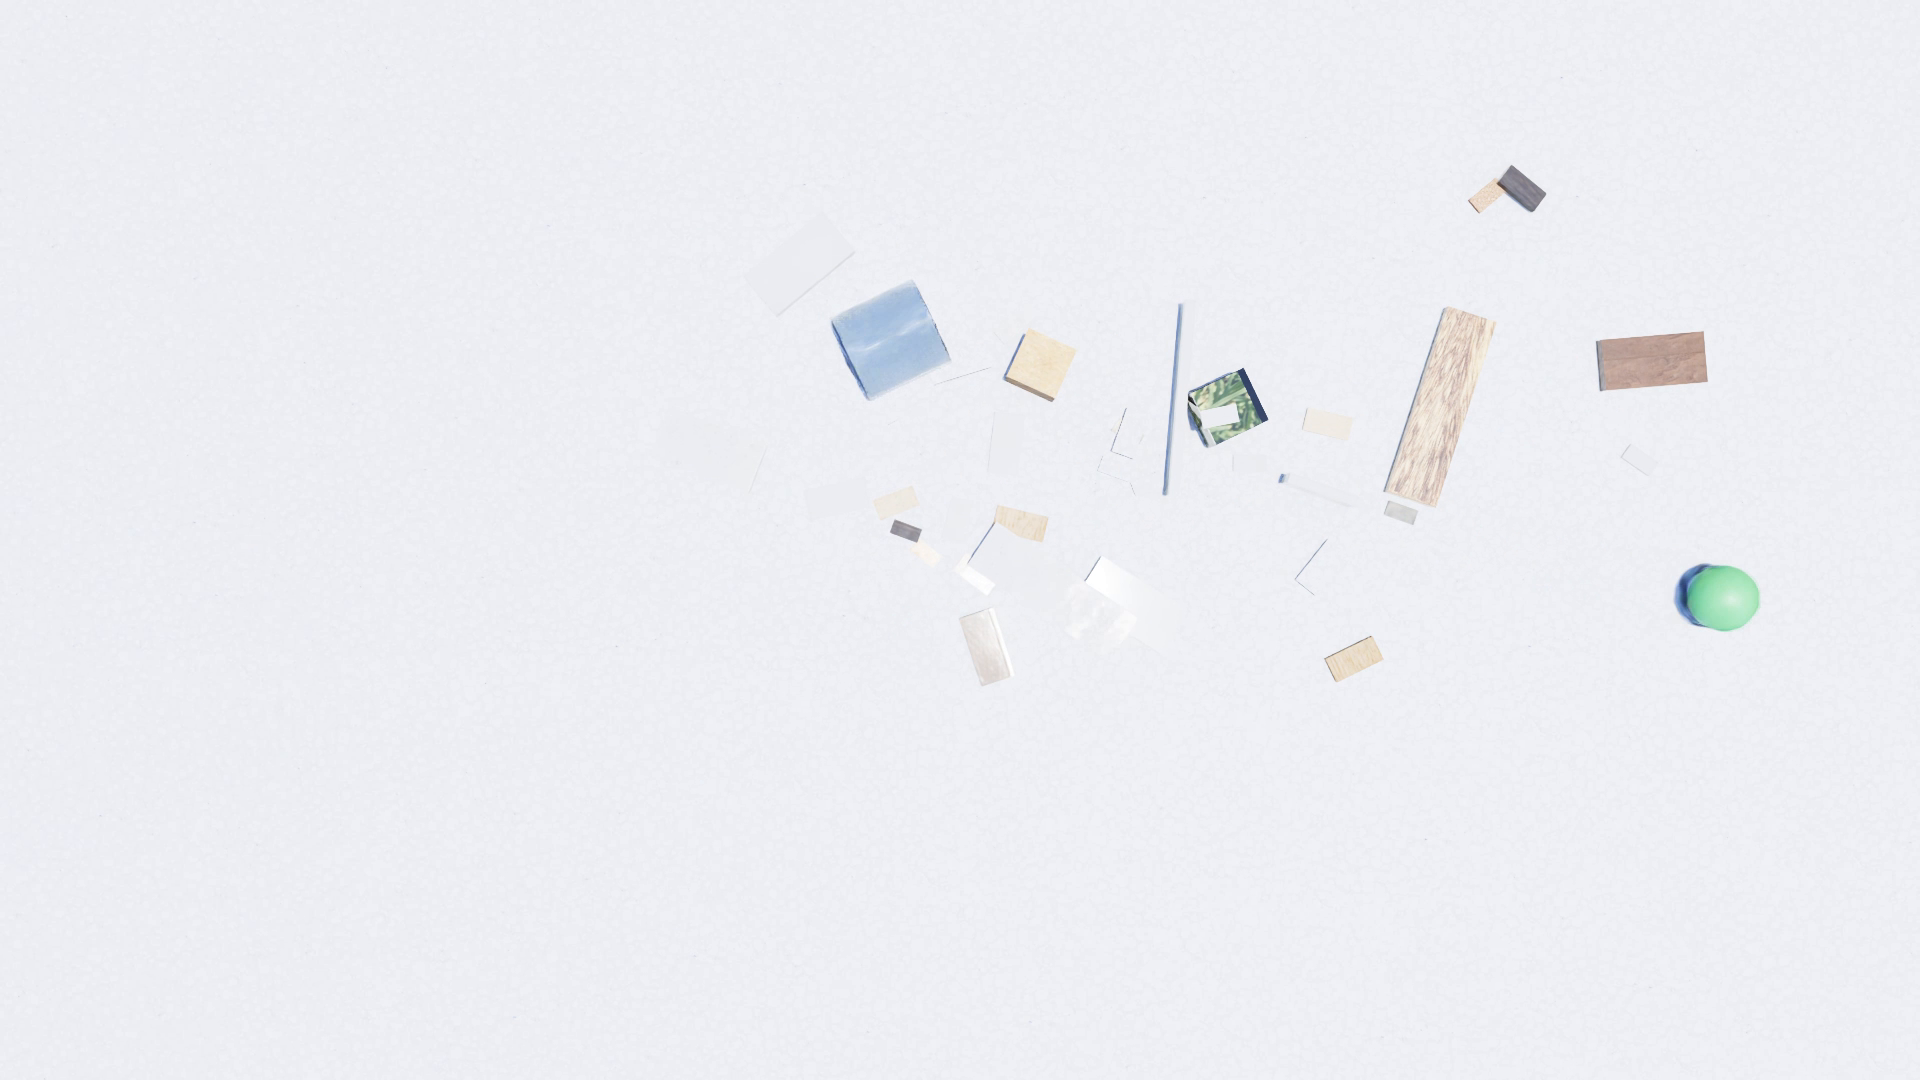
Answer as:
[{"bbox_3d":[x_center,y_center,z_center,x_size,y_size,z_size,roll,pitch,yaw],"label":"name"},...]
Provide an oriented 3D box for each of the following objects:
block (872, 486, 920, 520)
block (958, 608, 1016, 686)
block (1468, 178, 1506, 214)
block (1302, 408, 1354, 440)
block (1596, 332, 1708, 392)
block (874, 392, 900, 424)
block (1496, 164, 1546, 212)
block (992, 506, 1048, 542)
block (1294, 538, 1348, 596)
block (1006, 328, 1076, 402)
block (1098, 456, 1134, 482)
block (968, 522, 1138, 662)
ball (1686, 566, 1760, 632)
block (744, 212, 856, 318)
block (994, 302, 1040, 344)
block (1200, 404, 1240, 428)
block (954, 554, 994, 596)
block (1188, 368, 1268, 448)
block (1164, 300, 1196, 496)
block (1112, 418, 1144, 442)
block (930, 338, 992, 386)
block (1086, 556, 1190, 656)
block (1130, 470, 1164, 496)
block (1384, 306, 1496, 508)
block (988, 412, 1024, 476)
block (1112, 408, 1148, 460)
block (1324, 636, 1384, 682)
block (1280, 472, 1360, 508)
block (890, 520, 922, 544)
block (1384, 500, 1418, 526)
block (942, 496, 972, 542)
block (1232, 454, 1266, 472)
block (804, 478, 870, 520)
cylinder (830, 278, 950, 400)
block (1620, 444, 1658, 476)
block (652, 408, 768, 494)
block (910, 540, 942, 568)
[{"bbox_3d":[-0.212,-0.123,5.490,0.141,0.020,0.071,-21,90,0],"label":"block"},{"bbox_3d":[0.090,0.355,5.483,0.119,0.034,0.238,-18,90,0],"label":"block"},{"bbox_3d":[1.756,-1.146,5.492,0.116,0.016,0.058,-40,90,0],"label":"block"},{"bbox_3d":[1.223,-0.386,5.489,0.154,0.022,0.077,13,90,0],"label":"block"},{"bbox_3d":[2.297,-0.592,5.476,0.338,0.048,0.169,-5,90,0],"label":"block"},{"bbox_3d":[-0.244,-0.438,5.493,0.050,0.014,0.099,-30,90,0],"label":"block"},{"bbox_3d":[1.866,-1.168,5.480,0.154,0.022,0.077,39,80,-2],"label":"block"},{"bbox_3d":[0.200,-0.054,5.488,0.174,0.025,0.087,14,90,0],"label":"block"},{"bbox_3d":[1.203,0.091,5.488,0.087,0.025,0.174,39,90,0],"label":"block"},{"bbox_3d":[0.265,-0.572,5.414,0.172,0.172,0.172,25,90,0],"label":"block"},{"bbox_3d":[0.518,-0.237,5.492,0.110,0.016,0.055,20,90,0],"label":"block"},{"bbox_3d":[0.305,0.169,5.433,0.562,0.049,0.172,34,92,4],"label":"block"},{"bbox_3d":[2.494,0.190,5.392,0.216,0.216,0.216,0,90,0],"label":"ball"},{"bbox_3d":[-0.532,-0.915,5.476,0.338,0.048,0.169,-40,90,0],"label":"block"},{"bbox_3d":[0.187,-0.722,5.492,0.153,0.016,0.058,-40,90,0],"label":"block"},{"bbox_3d":[0.834,-0.397,5.304,0.116,0.016,0.058,-12,90,0],"label":"block"},{"bbox_3d":[0.054,0.113,5.490,0.141,0.020,0.071,37,90,0],"label":"block"},{"bbox_3d":[0.870,-0.431,5.406,0.188,0.188,0.188,-26,90,0],"label":"block"},{"bbox_3d":[0.727,-0.465,5.441,0.034,0.119,0.641,5,90,0],"label":"block"},{"bbox_3d":[0.559,-0.356,5.493,0.103,0.015,0.051,36,90,0],"label":"block"},{"bbox_3d":[-0.008,-0.593,5.486,0.203,0.029,0.101,-17,90,0],"label":"block"},{"bbox_3d":[0.570,0.217,5.476,0.344,0.049,0.172,32,90,0],"label":"block"},{"bbox_3d":[0.623,-0.187,5.493,0.103,0.015,0.051,-21,90,0],"label":"block"},{"bbox_3d":[1.594,-0.440,5.476,0.169,0.048,0.647,18,90,0],"label":"block"},{"bbox_3d":[0.154,-0.319,5.486,0.101,0.029,0.203,6,90,0],"label":"block"},{"bbox_3d":[0.565,-0.354,5.475,0.077,0.022,0.154,20,90,0],"label":"block"},{"bbox_3d":[1.311,0.396,5.488,0.174,0.025,0.087,-26,90,0],"label":"block"},{"bbox_3d":[1.186,-0.164,5.441,0.238,0.119,0.034,20,90,0],"label":"block"},{"bbox_3d":[-0.179,-0.029,5.485,0.099,0.014,0.050,20,88,8],"label":"block"},{"bbox_3d":[1.468,-0.091,5.493,0.103,0.015,0.051,20,90,0],"label":"block"},{"bbox_3d":[-0.009,-0.067,5.490,0.071,0.020,0.141,14,90,0],"label":"block"},{"bbox_3d":[0.965,-0.256,5.492,0.110,0.016,0.055,1,90,0],"label":"block"},{"bbox_3d":[-0.409,-0.136,5.486,0.202,0.029,0.101,-12,90,0],"label":"block"},{"bbox_3d":[-0.224,-0.652,5.350,0.296,0.296,0.296,-25,90,1],"label":"cylinder"},{"bbox_3d":[2.263,-0.266,5.492,0.110,0.016,0.055,35,90,0],"label":"block"},{"bbox_3d":[-0.831,-0.295,5.476,0.344,0.049,0.172,21,90,0],"label":"block"},{"bbox_3d":[-0.114,0.043,5.493,0.099,0.014,0.050,38,90,0],"label":"block"}]
